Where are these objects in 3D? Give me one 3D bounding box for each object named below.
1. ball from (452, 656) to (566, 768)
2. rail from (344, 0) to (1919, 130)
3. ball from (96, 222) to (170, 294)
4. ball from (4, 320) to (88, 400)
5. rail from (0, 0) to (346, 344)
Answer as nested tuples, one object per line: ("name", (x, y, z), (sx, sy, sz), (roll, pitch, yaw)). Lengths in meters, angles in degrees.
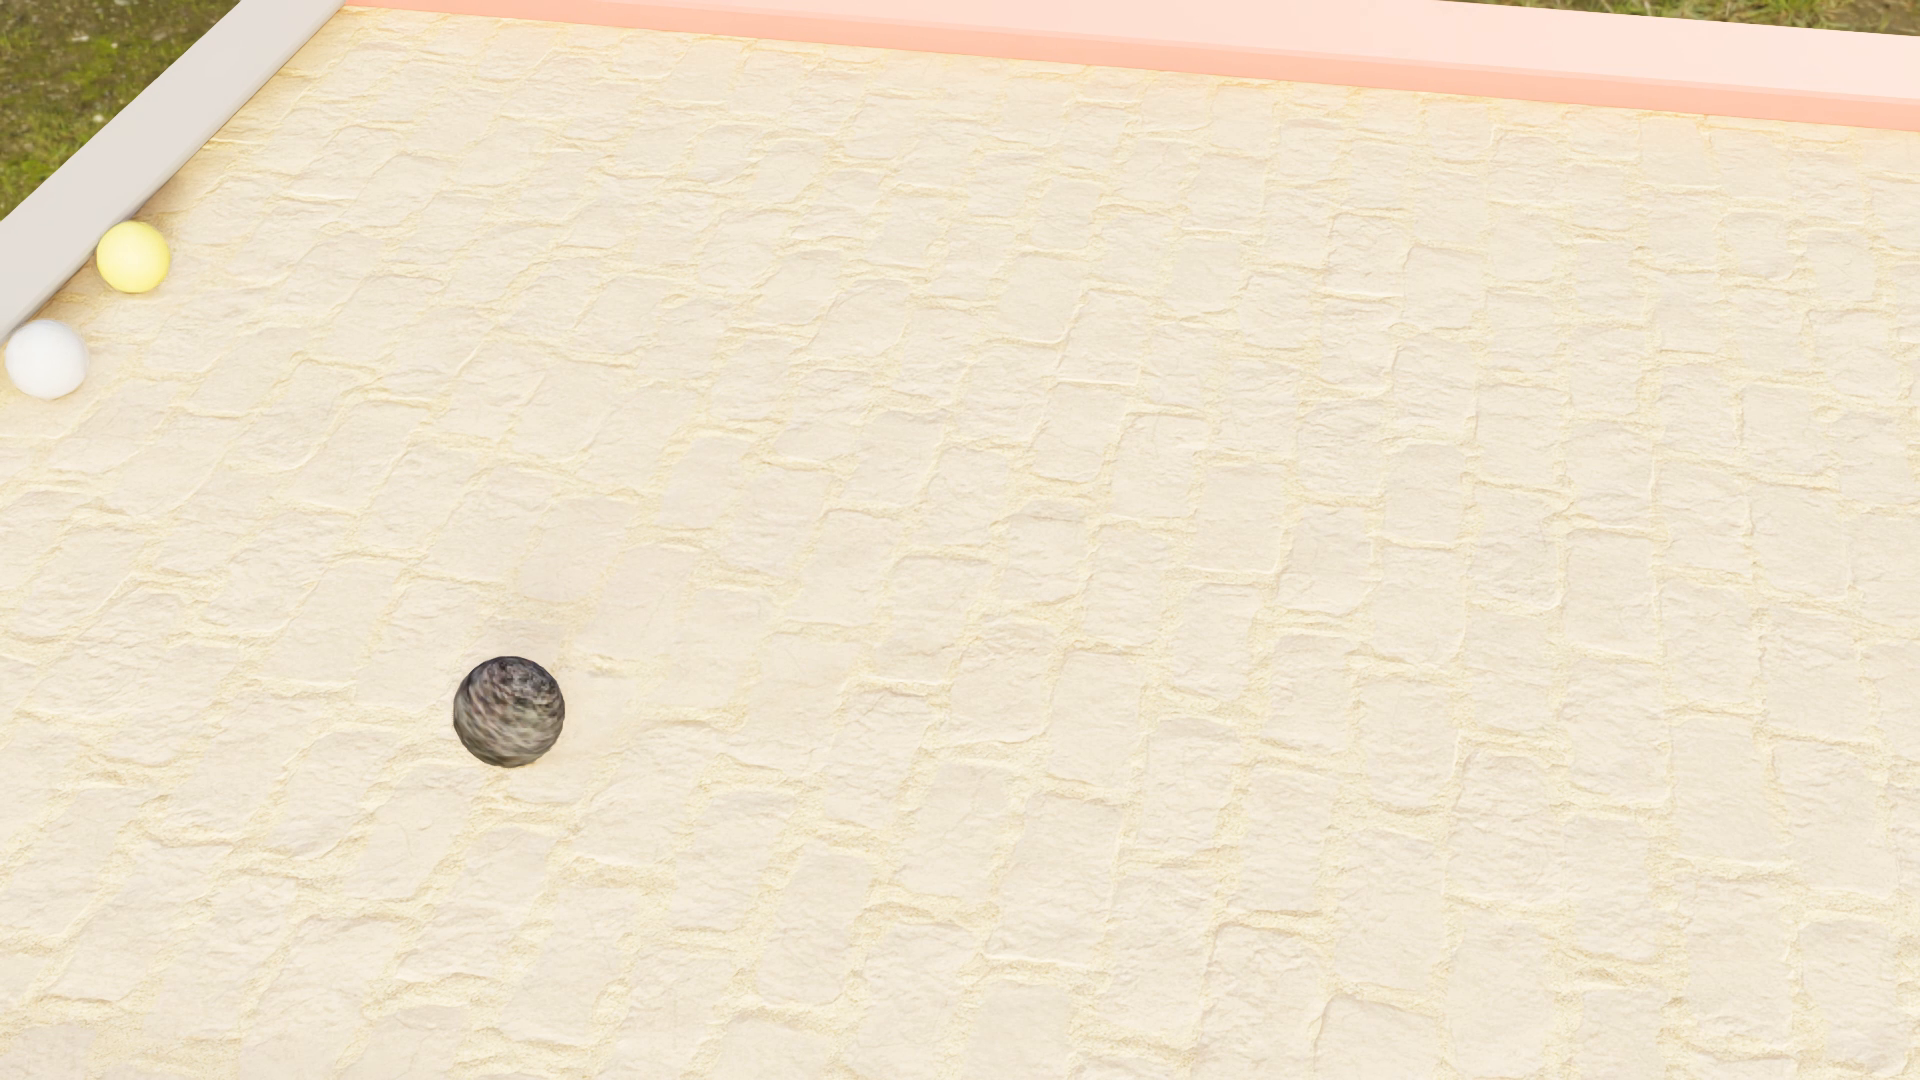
("ball", (-0.308, 0.117, 1.753), (0.076, 0.076, 0.076), (0, 34, 0))
("rail", (1.050, -0.433, 2.533), (3.553, 0.099, 0.045), (6, 35, 9))
("ball", (-0.742, -0.253, 2.304), (0.063, 0.063, 0.063), (0, 34, 0))
("ball", (-0.766, -0.151, 2.152), (0.066, 0.066, 0.066), (0, 34, 0))
("rail", (-0.848, -0.111, 2.064), (0.045, 0.099, 1.895), (6, 35, 9))
